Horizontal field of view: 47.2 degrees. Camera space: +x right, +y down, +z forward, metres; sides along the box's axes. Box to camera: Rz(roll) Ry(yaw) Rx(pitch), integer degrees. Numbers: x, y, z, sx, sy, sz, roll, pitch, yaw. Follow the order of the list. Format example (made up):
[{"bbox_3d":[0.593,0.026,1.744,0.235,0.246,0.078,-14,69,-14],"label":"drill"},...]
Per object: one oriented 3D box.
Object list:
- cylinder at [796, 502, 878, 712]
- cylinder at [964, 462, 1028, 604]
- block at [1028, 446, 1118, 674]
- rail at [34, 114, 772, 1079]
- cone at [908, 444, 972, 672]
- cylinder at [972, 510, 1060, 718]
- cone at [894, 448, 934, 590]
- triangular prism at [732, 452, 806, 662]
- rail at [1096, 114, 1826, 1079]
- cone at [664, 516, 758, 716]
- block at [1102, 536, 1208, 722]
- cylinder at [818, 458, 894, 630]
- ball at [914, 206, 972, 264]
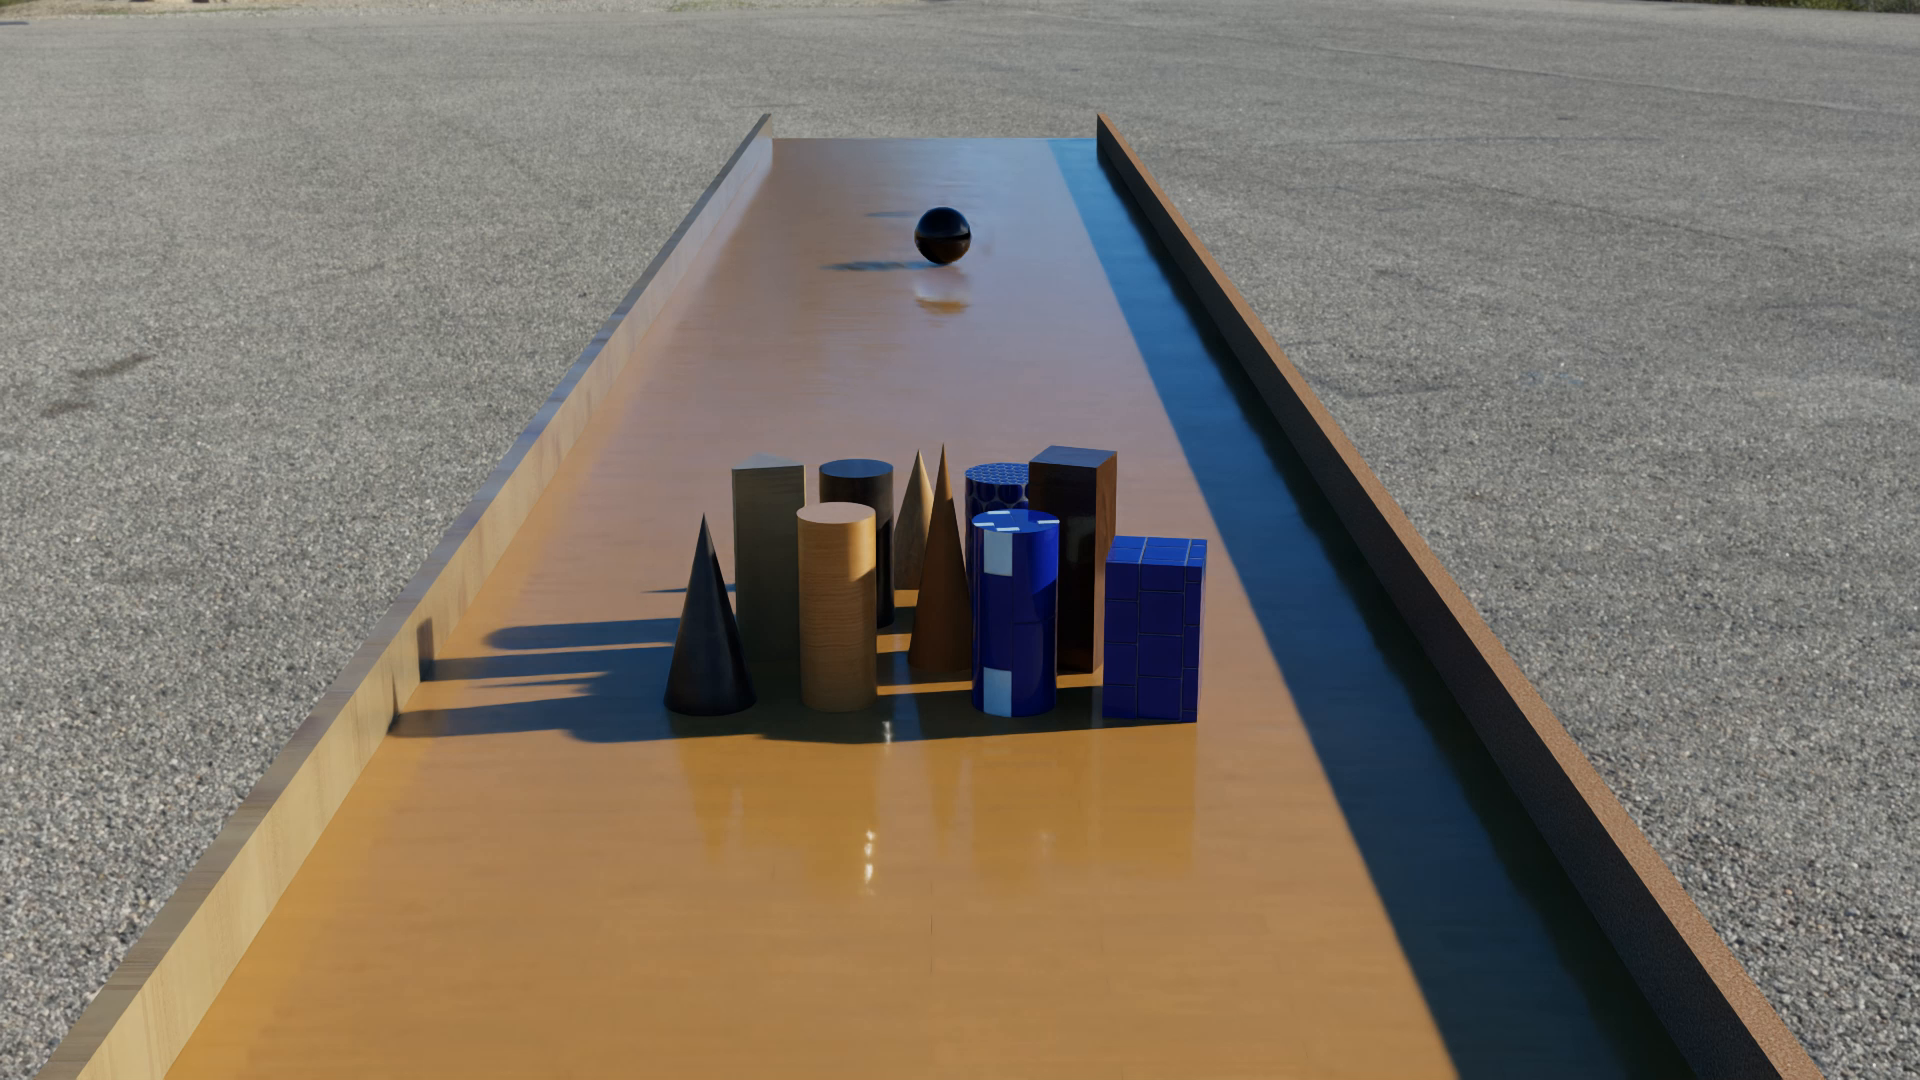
[{"bbox_3d":[-0.231,0.126,4.156,0.147,0.369,0.147,0,17,0],"label":"cylinder"},{"bbox_3d":[0.099,0.010,4.649,0.180,0.311,0.180,0,17,0],"label":"cylinder"},{"bbox_3d":[0.222,0.037,4.365,0.138,0.420,0.138,6,18,20],"label":"block"},{"bbox_3d":[-1.118,-0.838,7.780,0.050,0.150,12.000,0,17,-1],"label":"rail"},{"bbox_3d":[-0.032,0.024,4.353,0.147,0.451,0.147,0,17,0],"label":"cone"},{"bbox_3d":[0.103,0.136,4.138,0.162,0.359,0.162,0,17,0],"label":"cylinder"},{"bbox_3d":[-0.091,-0.059,4.898,0.176,0.300,0.176,0,17,0],"label":"cone"},{"bbox_3d":[-0.388,0.032,4.415,0.142,0.401,0.123,-4,17,-13],"label":"triangular prism"},{"bbox_3d":[0.932,-0.844,7.801,0.050,0.150,12.000,0,17,-1],"label":"rail"},{"bbox_3d":[-0.477,0.127,4.148,0.179,0.373,0.179,0,17,0],"label":"cone"},{"bbox_3d":[0.367,0.165,4.139,0.176,0.303,0.176,3,17,9],"label":"block"},{"bbox_3d":[-0.216,0.009,4.615,0.155,0.331,0.155,0,17,0],"label":"cylinder"},{"bbox_3d":[-0.070,-1.247,9.009,0.235,0.235,0.235,0,17,0],"label":"ball"}]
